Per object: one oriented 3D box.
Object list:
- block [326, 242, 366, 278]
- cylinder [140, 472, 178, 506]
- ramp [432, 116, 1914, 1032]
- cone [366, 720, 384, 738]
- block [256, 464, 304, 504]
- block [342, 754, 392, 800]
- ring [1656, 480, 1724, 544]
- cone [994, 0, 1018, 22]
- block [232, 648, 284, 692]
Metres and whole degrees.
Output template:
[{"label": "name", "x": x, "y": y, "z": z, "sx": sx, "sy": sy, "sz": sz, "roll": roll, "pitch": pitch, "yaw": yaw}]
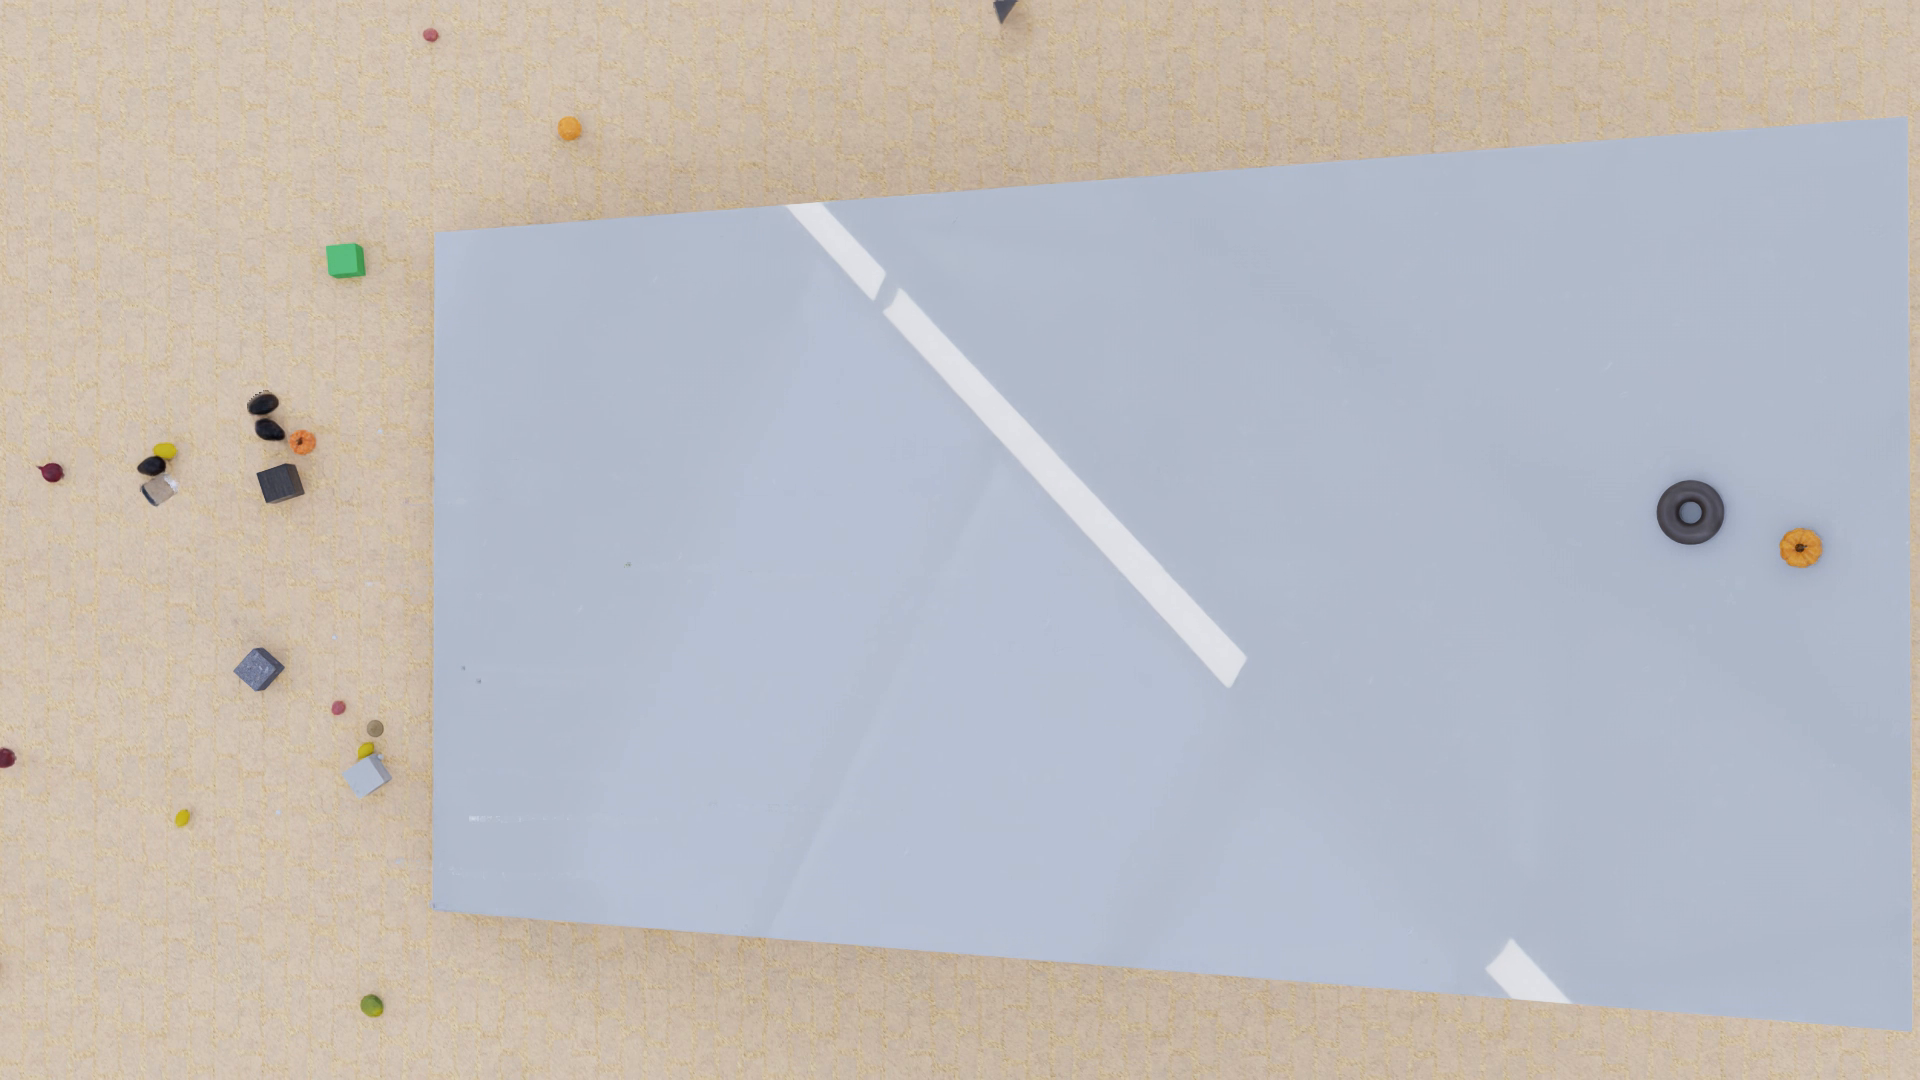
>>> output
[{"label": "block", "x": -1.828, "y": -0.831, "z": 6.547, "sx": 0.087, "sy": 0.087, "sz": 0.087, "roll": -6, "pitch": 89, "yaw": 0}, {"label": "cylinder", "x": -2.381, "y": -0.151, "z": 6.544, "sx": 0.077, "sy": 0.077, "sz": 0.077, "roll": -33, "pitch": 89, "yaw": 0}, {"label": "ramp", "x": 0.282, "y": 0.082, "z": 5.692, "sx": 4.000, "sy": 0.100, "sz": 2.000, "roll": 0, "pitch": 89, "yaw": 25}, {"label": "cone", "x": -1.749, "y": 0.564, "z": 6.548, "sx": 0.052, "sy": 0.052, "sz": 0.052, "roll": 0, "pitch": 89, "yaw": 0}, {"label": "block", "x": -2.019, "y": -0.167, "z": 6.536, "sx": 0.093, "sy": 0.093, "sz": 0.093, "roll": -19, "pitch": 89, "yaw": 0}, {"label": "block", "x": -1.759, "y": 0.701, "z": 6.527, "sx": 0.092, "sy": 0.092, "sz": 0.092, "roll": -34, "pitch": 89, "yaw": 0}, {"label": "ring", "x": 1.652, "y": -0.062, "z": 4.975, "sx": 0.148, "sy": 0.049, "sz": 0.148, "roll": 0, "pitch": 91, "yaw": 26}, {"label": "cone", "x": 0.130, "y": -1.584, "z": 6.580, "sx": 0.083, "sy": 0.083, "sz": 0.083, "roll": 8, "pitch": 116, "yaw": 0}, {"label": "block", "x": -2.081, "y": 0.384, "z": 6.531, "sx": 0.090, "sy": 0.090, "sz": 0.090, "roll": 42, "pitch": 90, "yaw": 0}]
